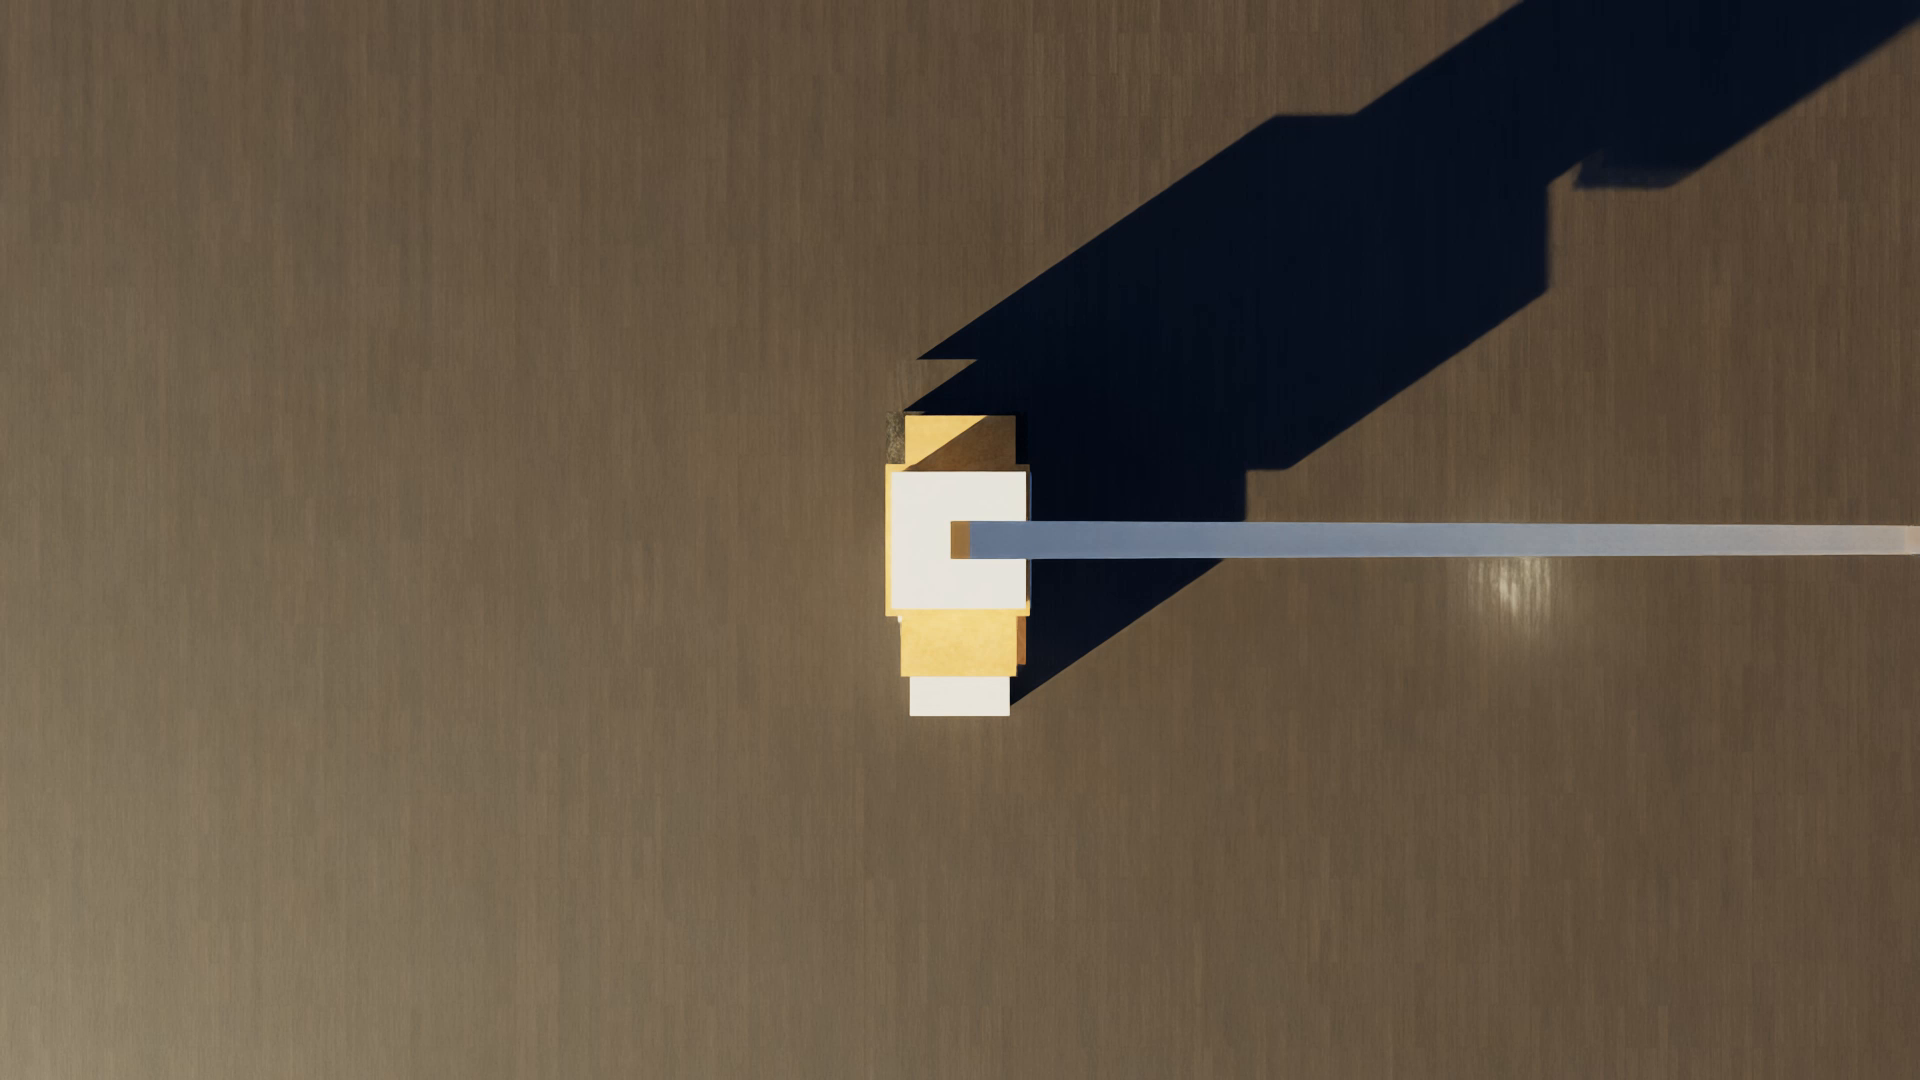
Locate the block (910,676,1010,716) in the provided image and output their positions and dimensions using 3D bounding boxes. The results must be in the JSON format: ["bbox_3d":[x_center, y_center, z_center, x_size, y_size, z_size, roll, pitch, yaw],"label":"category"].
[{"bbox_3d":[-0.001,0.730,12.715,0.561,0.570,0.527,0,90,0],"label":"block"}]

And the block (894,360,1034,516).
[{"bbox_3d":[0.018,-0.563,12.551,0.768,0.899,0.862,0,90,0],"label":"block"}]

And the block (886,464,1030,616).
[{"bbox_3d":[-0.011,0.001,9.825,0.624,0.578,0.657,0,90,0],"label":"block"}]

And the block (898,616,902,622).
[{"bbox_3d":[-0.012,0.167,12.682,0.672,0.635,0.578,0,90,0],"label":"block"}]

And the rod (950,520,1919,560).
[{"bbox_3d":[2.234,0.000,5.928,5.200,0.080,0.080,0,90,-31],"label":"rod"}]

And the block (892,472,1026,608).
[{"bbox_3d":[-0.006,0.001,9.266,0.550,0.540,0.560,0,90,0],"label":"block"}]

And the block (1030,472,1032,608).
[{"bbox_3d":[0.014,0.000,10.406,0.629,0.585,0.624,0,90,0],"label":"block"}]

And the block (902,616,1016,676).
[{"bbox_3d":[-0.006,0.335,11.081,0.565,0.634,0.601,0,97,0],"label":"block"}]

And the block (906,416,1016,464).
[{"bbox_3d":[0.002,-0.305,11.032,0.535,0.667,0.598,0,90,0],"label":"block"}]

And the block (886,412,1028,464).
[{"bbox_3d":[-0.015,-0.315,11.733,0.734,0.736,0.701,0,90,0],"label":"block"}]

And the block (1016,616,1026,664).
[{"bbox_3d":[0.019,0.355,12.051,0.667,0.627,0.620,0,90,0],"label":"block"}]
